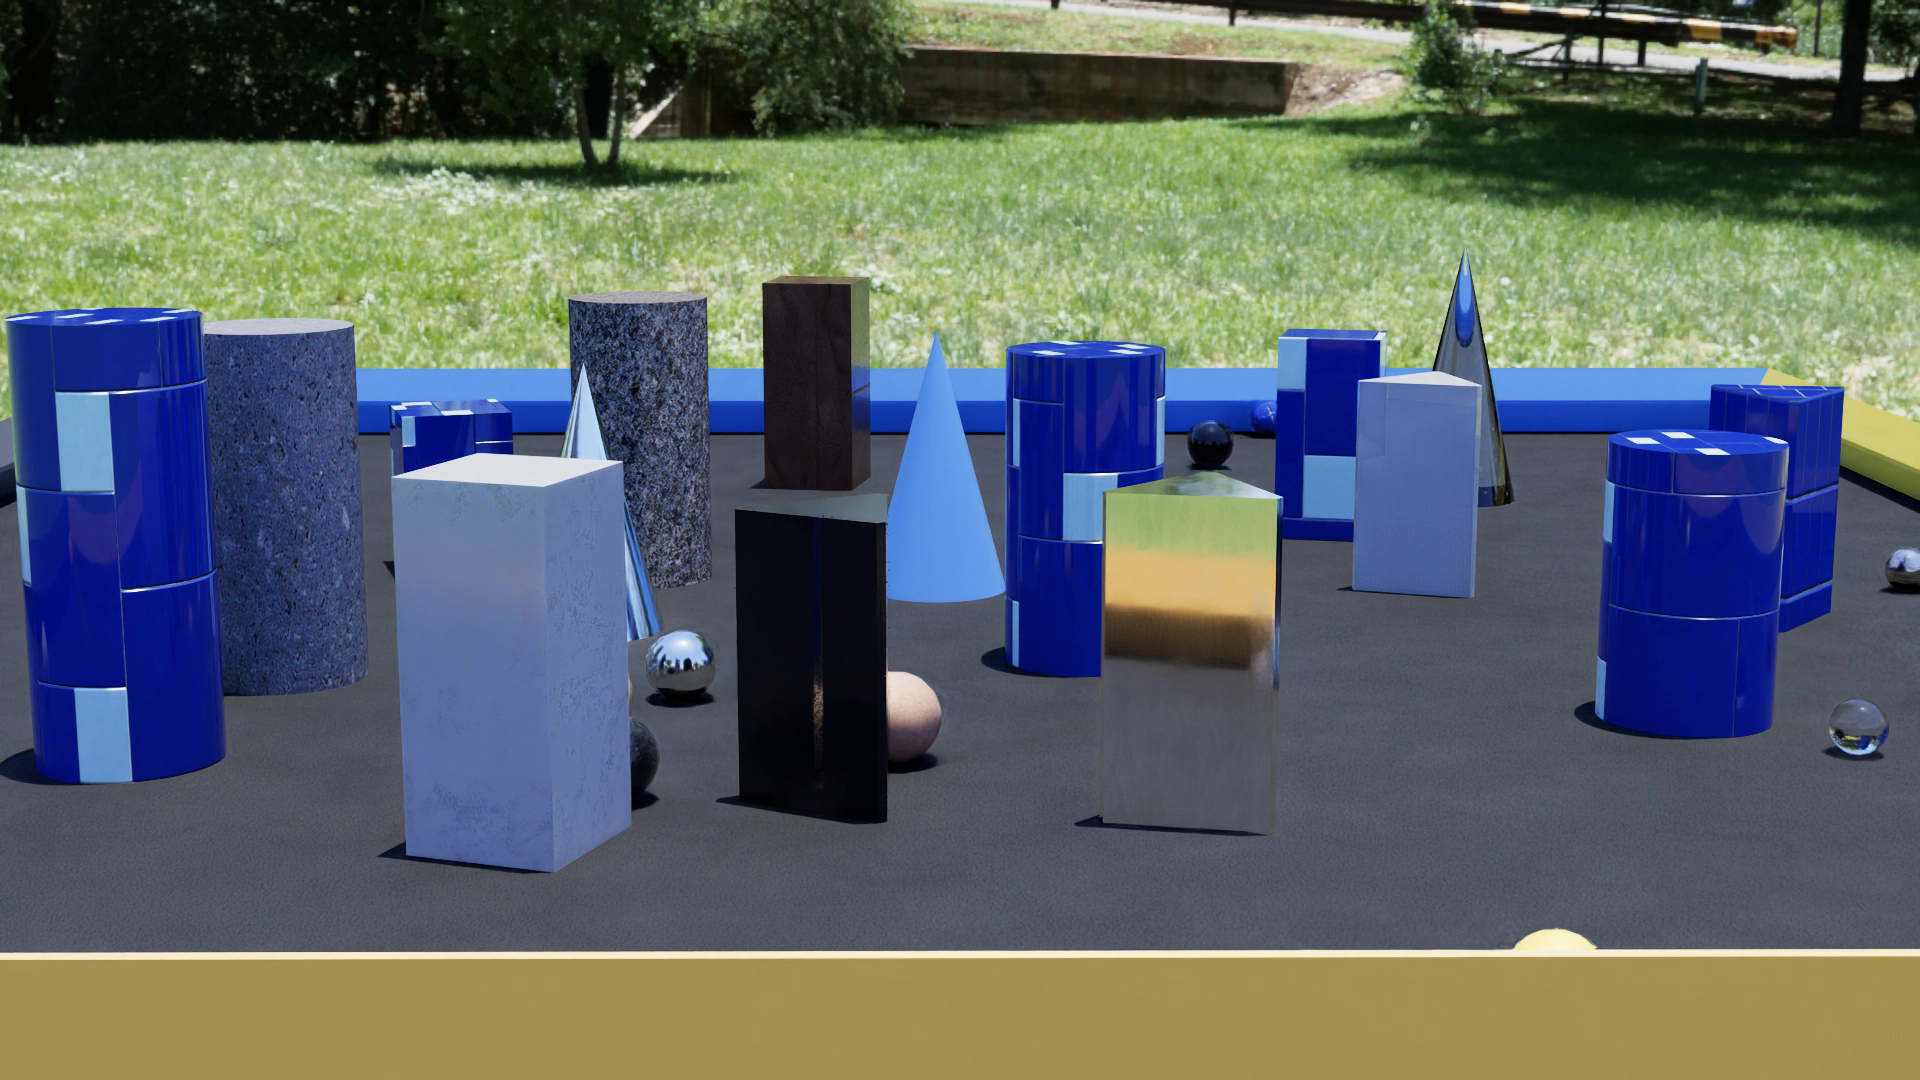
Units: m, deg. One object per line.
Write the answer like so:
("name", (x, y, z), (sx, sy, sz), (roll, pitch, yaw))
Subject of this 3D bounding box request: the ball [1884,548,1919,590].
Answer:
("ball", (1.325, 0.042, 3.589), (0.059, 0.059, 0.059), (0, 11, 0))

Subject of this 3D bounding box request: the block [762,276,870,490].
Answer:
("block", (-0.249, -0.277, 4.491), (0.155, 0.356, 0.155), (2, 11, 10))

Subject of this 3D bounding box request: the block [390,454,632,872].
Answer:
("block", (-0.417, 0.110, 2.406), (0.155, 0.357, 0.155), (4, 11, 19))

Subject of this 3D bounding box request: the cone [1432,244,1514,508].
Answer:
("cone", (0.844, -0.284, 4.320), (0.194, 0.432, 0.194), (0, 11, 0))

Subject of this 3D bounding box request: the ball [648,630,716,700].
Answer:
("ball", (-0.322, 0.145, 2.974), (0.081, 0.081, 0.081), (0, 11, 0))

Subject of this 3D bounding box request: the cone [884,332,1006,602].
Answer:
("cone", (-0.032, -0.111, 3.577), (0.194, 0.364, 0.194), (0, 11, 0))

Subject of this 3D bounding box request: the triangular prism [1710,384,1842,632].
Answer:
("triangular prism", (1.061, -0.050, 3.410), (0.146, 0.304, 0.168), (8, 13, 38))

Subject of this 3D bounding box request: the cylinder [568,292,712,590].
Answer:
("cylinder", (-0.455, -0.145, 3.657), (0.194, 0.402, 0.194), (0, 11, 0))

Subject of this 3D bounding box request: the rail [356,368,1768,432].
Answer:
("rail", (-0.010, -0.276, 5.109), (3.258, 0.126, 0.045), (0, 11, 0))

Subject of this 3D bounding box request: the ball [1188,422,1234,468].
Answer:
("ball", (0.457, -0.174, 4.684), (0.083, 0.083, 0.083), (0, 11, 0))

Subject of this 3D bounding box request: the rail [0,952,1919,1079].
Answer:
("rail", (0.010, 0.341, 1.789), (3.258, 0.126, 0.045), (0, 11, 0))

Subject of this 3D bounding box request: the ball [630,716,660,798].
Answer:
("ball", (-0.345, 0.217, 2.563), (0.088, 0.088, 0.088), (0, 11, 0))

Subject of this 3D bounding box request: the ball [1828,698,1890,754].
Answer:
("ball", (0.959, 0.199, 2.738), (0.061, 0.061, 0.061), (0, 11, 0))

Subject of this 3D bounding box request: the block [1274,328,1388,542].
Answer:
("block", (0.582, -0.167, 4.022), (0.155, 0.311, 0.155), (2, 11, 13))

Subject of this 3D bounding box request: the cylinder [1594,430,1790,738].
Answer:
("cylinder", (0.817, 0.045, 2.871), (0.194, 0.314, 0.194), (0, 11, 0))

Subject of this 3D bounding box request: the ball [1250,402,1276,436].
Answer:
("ball", (0.610, -0.239, 5.072), (0.069, 0.069, 0.069), (0, 11, 0))

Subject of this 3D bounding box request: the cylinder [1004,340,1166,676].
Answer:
("cylinder", (0.153, -0.042, 3.147), (0.194, 0.385, 0.194), (0, 11, 0))

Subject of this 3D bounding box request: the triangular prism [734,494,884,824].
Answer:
("triangular prism", (-0.113, 0.110, 2.569), (0.168, 0.296, 0.146), (6, 12, 28))

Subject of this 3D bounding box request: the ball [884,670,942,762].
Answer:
("ball", (-0.068, 0.186, 2.705), (0.097, 0.097, 0.097), (0, 11, 0))

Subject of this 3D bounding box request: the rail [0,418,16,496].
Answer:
("rail", (-1.605, 0.034, 3.440), (0.045, 0.126, 3.425), (0, 11, 0))

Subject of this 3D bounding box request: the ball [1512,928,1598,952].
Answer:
("ball", (0.453, 0.336, 1.953), (0.079, 0.079, 0.079), (0, 11, 0))

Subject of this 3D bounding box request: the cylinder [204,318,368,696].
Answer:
("cylinder", (-0.812, -0.044, 3.054), (0.194, 0.422, 0.194), (0, 11, 0))

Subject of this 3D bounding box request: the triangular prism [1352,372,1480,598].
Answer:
("triangular prism", (0.655, -0.083, 3.614), (0.168, 0.294, 0.146), (4, 11, 20))

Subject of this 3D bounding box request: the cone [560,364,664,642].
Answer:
("cone", (-0.483, -0.056, 3.321), (0.194, 0.349, 0.194), (0, 11, 0))

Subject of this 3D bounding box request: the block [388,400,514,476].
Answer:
("block", (-0.740, -0.076, 3.740), (0.155, 0.235, 0.155), (-4, 11, -19))

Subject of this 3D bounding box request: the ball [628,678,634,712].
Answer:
("ball", (-0.402, 0.172, 2.792), (0.094, 0.094, 0.094), (0, 11, 0))

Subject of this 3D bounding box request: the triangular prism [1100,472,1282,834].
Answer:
("triangular prism", (0.233, 0.105, 2.514), (0.168, 0.326, 0.146), (2, 11, 12))

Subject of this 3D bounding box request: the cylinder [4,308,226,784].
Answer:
("cylinder", (-0.879, 0.001, 2.680), (0.194, 0.470, 0.194), (0, 11, 0))

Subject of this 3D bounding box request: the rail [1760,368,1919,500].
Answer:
("rail", (1.605, 0.031, 3.458), (0.045, 0.126, 3.425), (0, 11, 0))

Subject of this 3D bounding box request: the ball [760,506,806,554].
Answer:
("ball", (-0.266, -0.015, 3.862), (0.071, 0.071, 0.071), (0, 11, 0))
